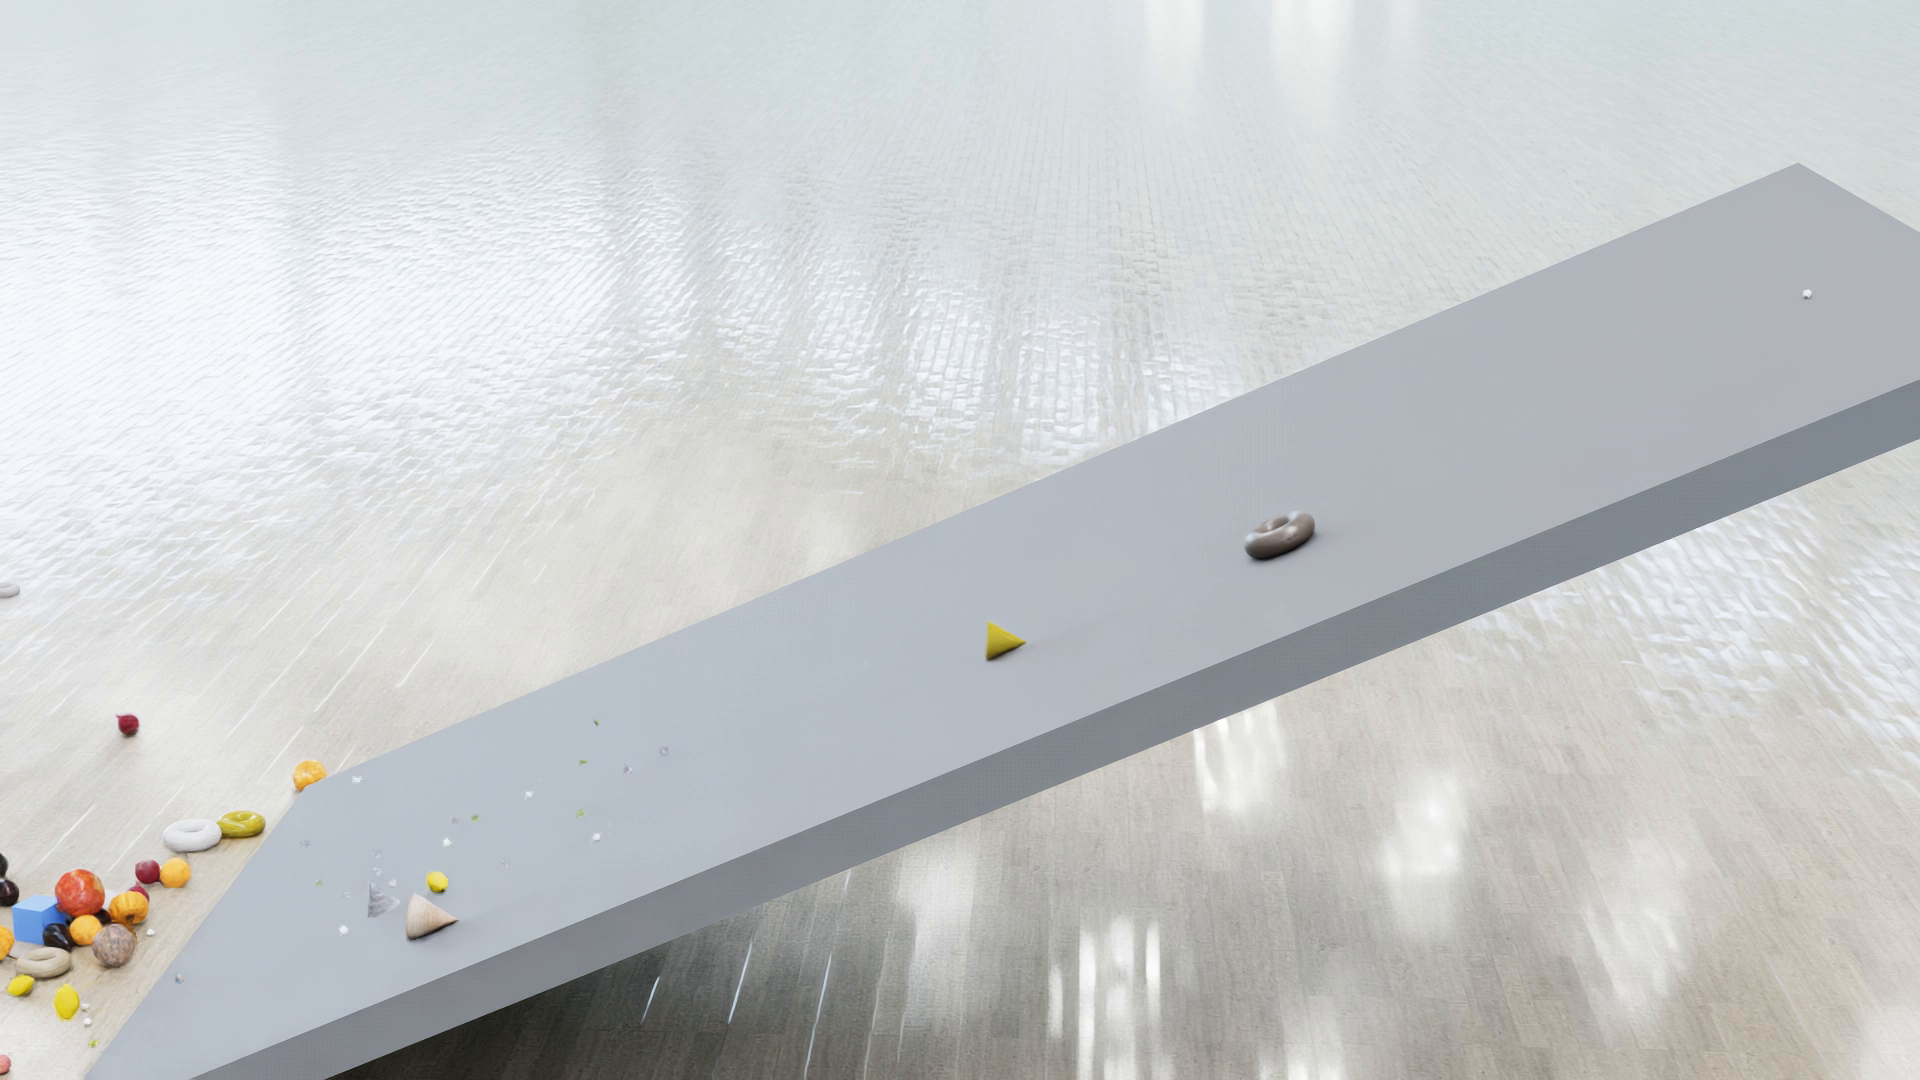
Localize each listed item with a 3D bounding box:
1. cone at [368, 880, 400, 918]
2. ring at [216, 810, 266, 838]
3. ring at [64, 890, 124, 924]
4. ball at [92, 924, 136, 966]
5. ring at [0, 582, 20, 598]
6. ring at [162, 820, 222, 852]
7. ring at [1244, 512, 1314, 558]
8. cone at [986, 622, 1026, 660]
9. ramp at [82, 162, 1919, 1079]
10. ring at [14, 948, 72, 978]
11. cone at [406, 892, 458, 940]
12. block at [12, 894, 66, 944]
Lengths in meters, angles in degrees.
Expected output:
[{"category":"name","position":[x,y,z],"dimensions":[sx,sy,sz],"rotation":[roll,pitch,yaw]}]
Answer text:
[{"category":"cone","position":[-1.207,0.733,6.082],"dimensions":[0.071,0.071,0.071],"rotation":[-23,13,6]},{"category":"ring","position":[-1.825,0.721,7.458],"dimensions":[0.128,0.043,0.128],"rotation":[1,14,0]},{"category":"ring","position":[-2.042,0.862,6.918],"dimensions":[0.144,0.048,0.144],"rotation":[0,13,0]},{"category":"ball","position":[-1.909,0.913,6.635],"dimensions":[0.094,0.094,0.094],"rotation":[0,15,0]},{"category":"ring","position":[-3.110,0.163,9.567],"dimensions":[0.101,0.034,0.101],"rotation":[1,16,0]},{"category":"ring","position":[-1.925,0.741,7.374],"dimensions":[0.145,0.048,0.145],"rotation":[1,16,0]},{"category":"ring","position":[0.626,-0.010,5.764],"dimensions":[0.148,0.049,0.148],"rotation":[-25,12,5]},{"category":"cone","position":[0.094,0.204,5.904],"dimensions":[0.080,0.080,0.080],"rotation":[3,15,0]},{"category":"ramp","position":[0.131,0.170,6.285],"dimensions":[4.000,0.100,2.000],"rotation":[-23,13,8]},{"category":"ring","position":[-2.058,0.950,6.601],"dimensions":[0.123,0.041,0.123],"rotation":[-1,14,0]},{"category":"cone","position":[-1.030,0.743,5.778],"dimensions":[0.094,0.094,0.094],"rotation":[4,15,4]},{"category":"block","position":[-2.127,0.877,6.794],"dimensions":[0.082,0.082,0.082],"rotation":[6,16,21]}]
